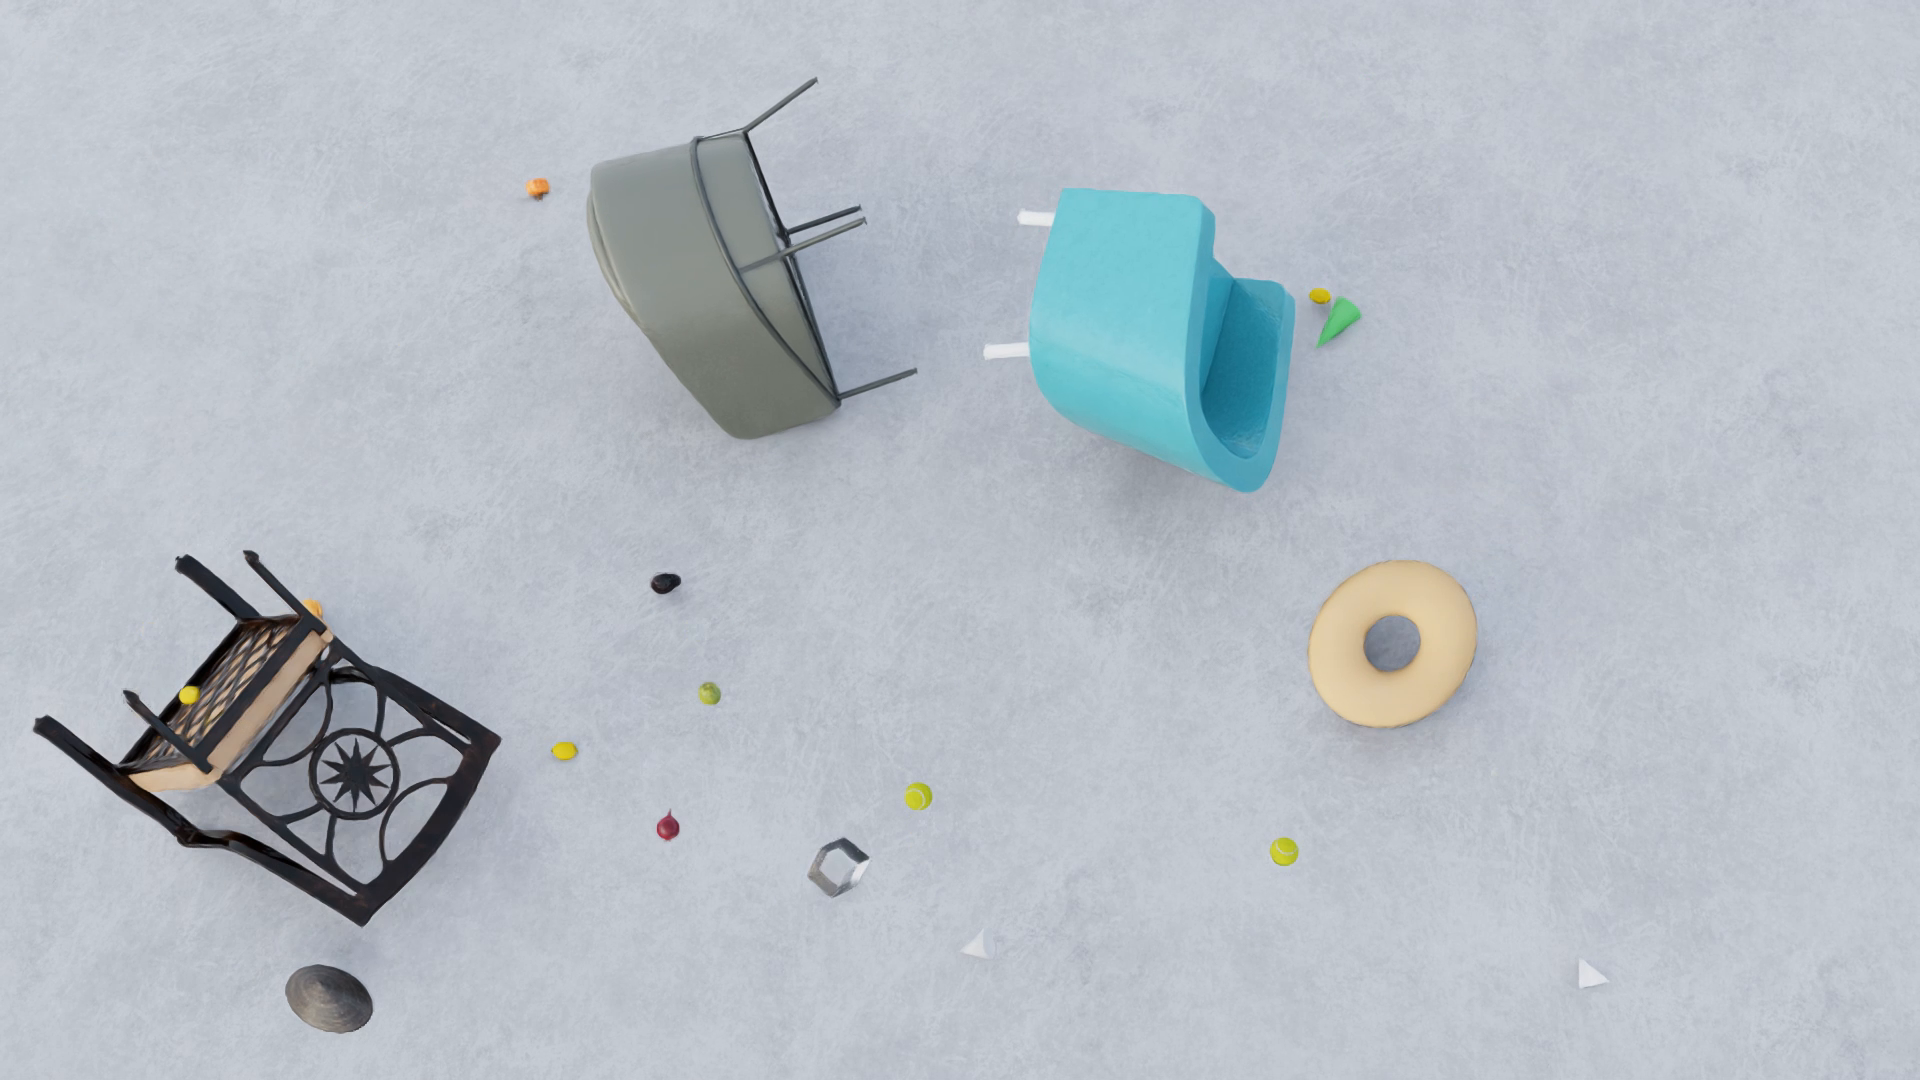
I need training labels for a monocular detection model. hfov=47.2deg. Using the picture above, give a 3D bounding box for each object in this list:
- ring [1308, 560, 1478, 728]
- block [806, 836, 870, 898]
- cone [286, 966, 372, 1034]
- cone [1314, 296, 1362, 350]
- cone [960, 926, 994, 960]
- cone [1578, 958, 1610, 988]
[{"bbox_3d":[1.224,0.292,6.222,0.443,0.129,0.514,43,85,10],"label":"ring"},{"bbox_3d":[-0.326,0.878,5.896,0.097,0.101,0.110,37,27,22],"label":"block"},{"bbox_3d":[-1.655,1.172,5.719,0.258,0.114,0.164,24,60,16],"label":"cone"},{"bbox_3d":[1.181,-0.672,6.993,0.098,0.112,0.181,38,81,11],"label":"cone"},{"bbox_3d":[0.036,1.080,5.827,0.087,0.072,0.107,-20,27,17],"label":"cone"},{"bbox_3d":[1.648,1.154,5.782,0.065,0.058,0.107,-52,49,0],"label":"cone"}]
